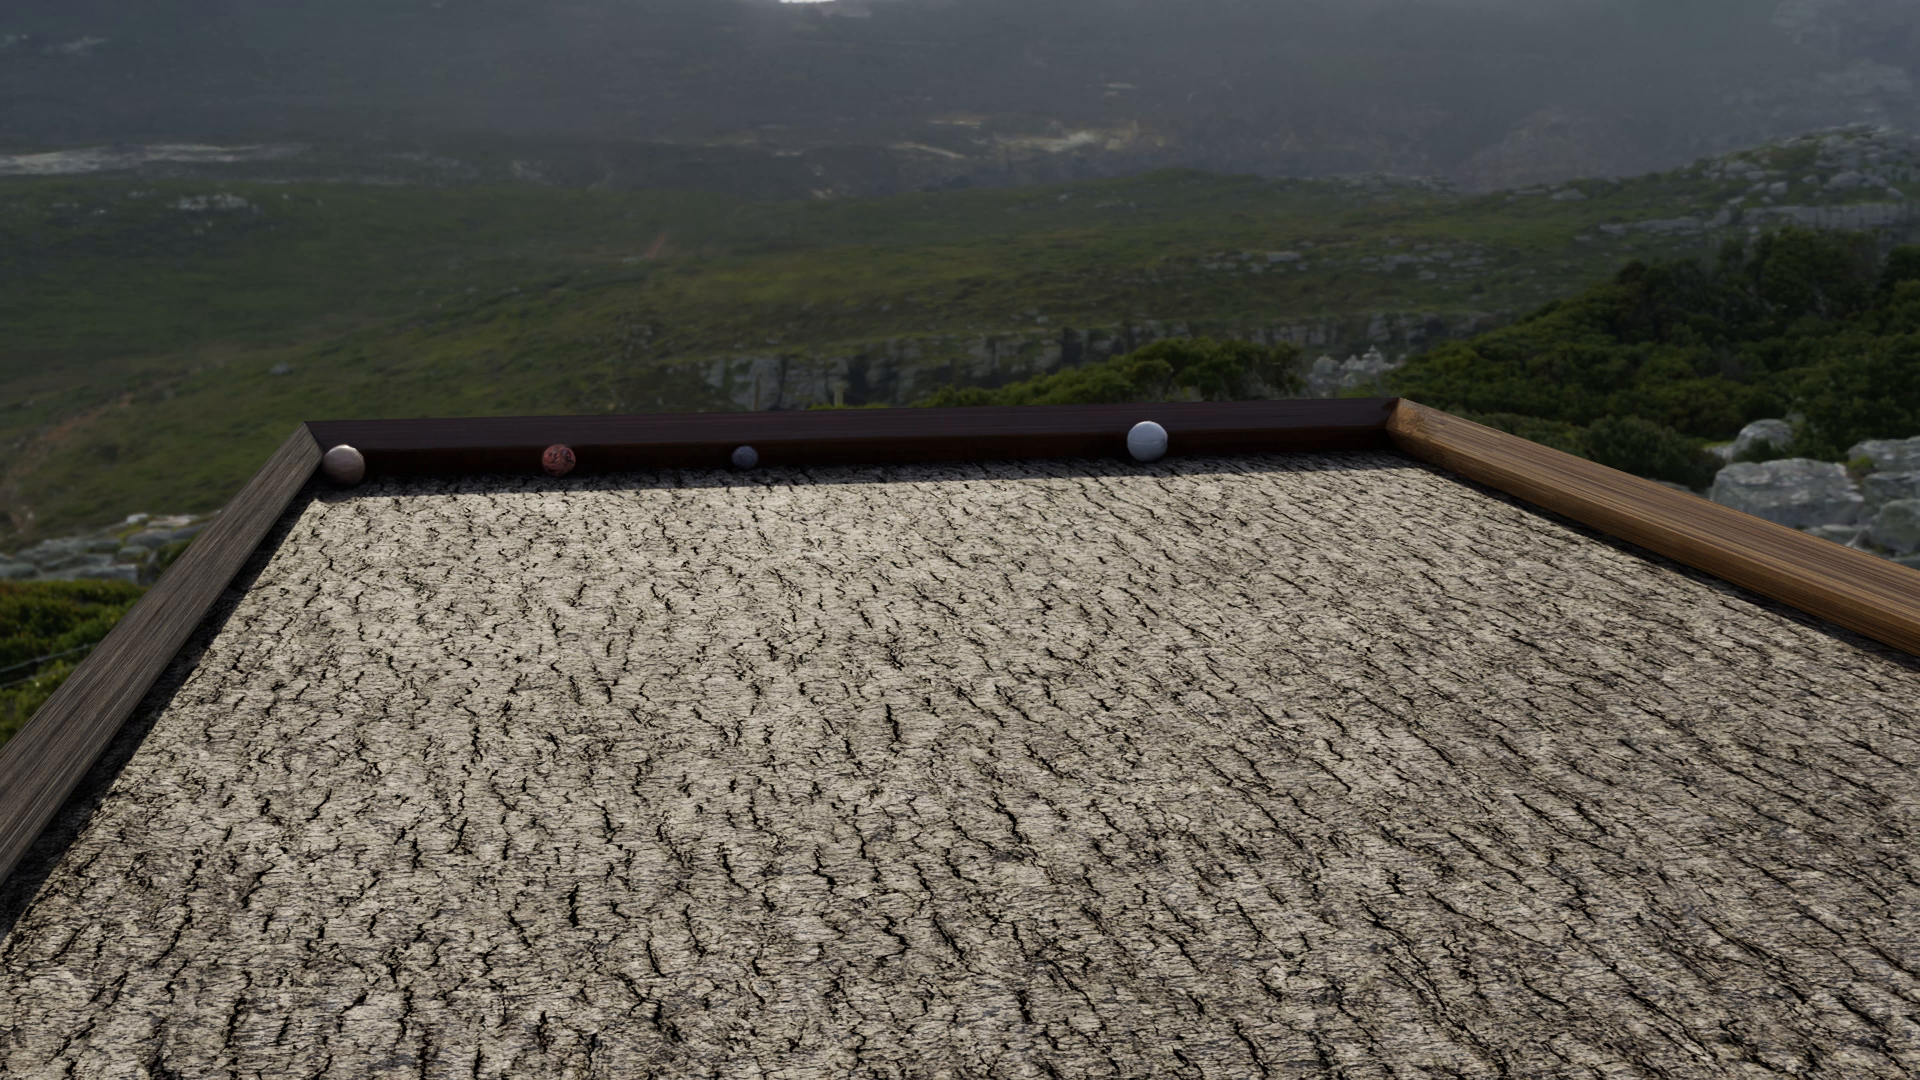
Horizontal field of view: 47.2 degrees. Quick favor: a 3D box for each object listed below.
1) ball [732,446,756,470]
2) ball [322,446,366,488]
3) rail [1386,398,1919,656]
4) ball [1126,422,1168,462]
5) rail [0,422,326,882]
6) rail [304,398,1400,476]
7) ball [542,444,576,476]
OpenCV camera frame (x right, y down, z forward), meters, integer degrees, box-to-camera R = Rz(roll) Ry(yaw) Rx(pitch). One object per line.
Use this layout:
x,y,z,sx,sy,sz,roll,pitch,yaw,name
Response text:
-0.398,-0.151,4.058,0.046,0.046,0.046,0,11,0,ball
-1.083,-0.129,3.864,0.074,0.074,0.074,0,11,0,ball
1.163,0.124,2.457,0.045,0.102,3.838,-2,11,-10,rail
0.354,-0.185,4.153,0.078,0.078,0.078,0,11,0,ball
-0.840,0.187,2.121,0.045,0.102,3.838,-2,11,-10,rail
-0.158,-0.193,4.124,2.079,0.102,0.045,-2,11,-10,rail
-0.727,-0.144,3.987,0.059,0.059,0.059,0,11,0,ball
